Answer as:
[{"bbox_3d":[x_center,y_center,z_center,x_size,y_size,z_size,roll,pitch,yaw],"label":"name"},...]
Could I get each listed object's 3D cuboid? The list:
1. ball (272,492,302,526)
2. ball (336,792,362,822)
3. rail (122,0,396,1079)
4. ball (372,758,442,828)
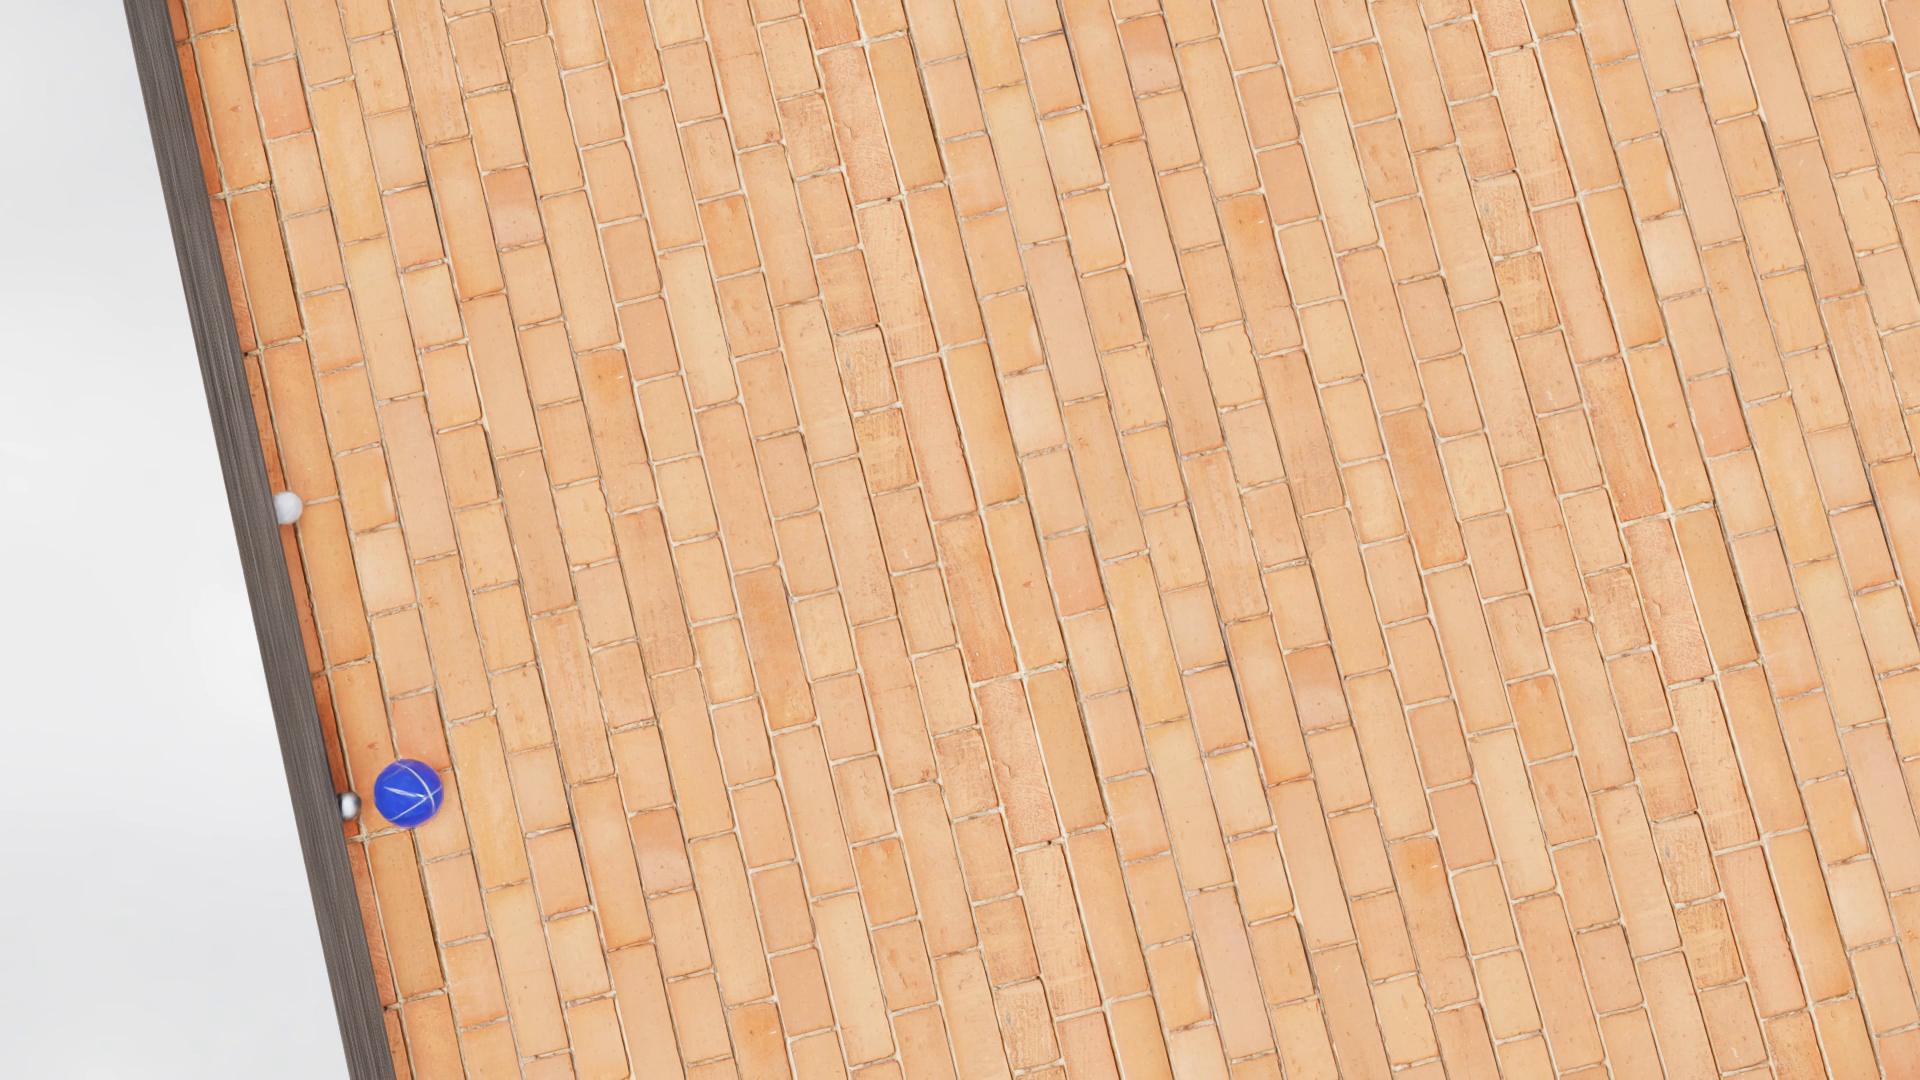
[{"bbox_3d":[-1.003,-0.047,3.271,0.050,0.050,0.050,0,83,0],"label":"ball"},{"bbox_3d":[-0.898,0.390,3.223,0.044,0.044,0.044,0,83,0],"label":"ball"},{"bbox_3d":[-0.961,0.231,3.198,0.045,0.129,2.299,-14,84,-2],"label":"rail"},{"bbox_3d":[-0.803,0.368,3.198,0.099,0.099,0.099,0,83,0],"label":"ball"}]
